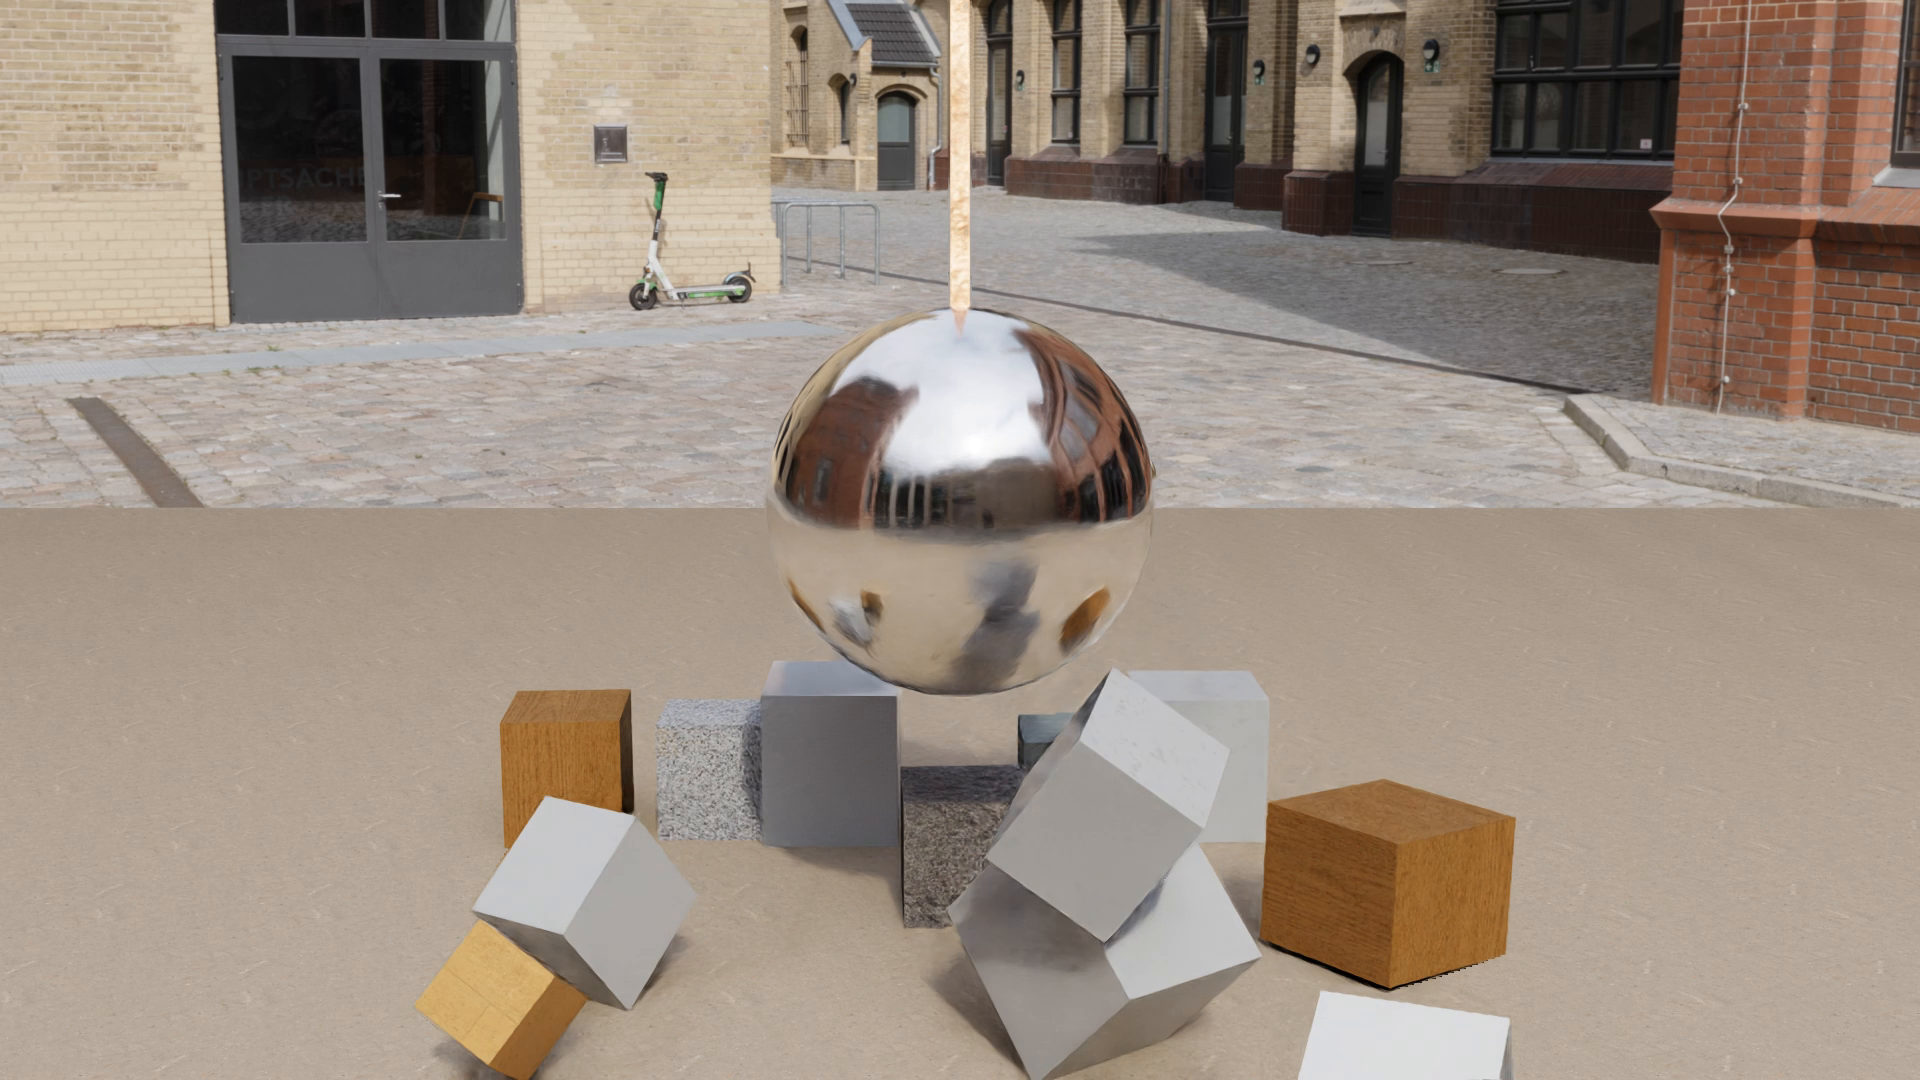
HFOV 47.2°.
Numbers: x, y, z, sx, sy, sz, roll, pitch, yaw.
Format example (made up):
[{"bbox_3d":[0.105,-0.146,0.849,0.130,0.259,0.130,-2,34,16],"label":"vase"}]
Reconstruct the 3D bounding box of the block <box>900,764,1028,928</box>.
[{"bbox_3d":[0.031,1.411,10.189,0.597,0.579,0.614,-1,10,-3],"label":"block"}]

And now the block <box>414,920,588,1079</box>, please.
[{"bbox_3d":[-1.703,1.719,8.191,0.388,0.388,0.354,31,-14,23],"label":"block"}]

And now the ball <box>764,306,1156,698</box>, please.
[{"bbox_3d":[0.000,-0.157,9.033,1.600,1.600,1.600,0,10,0],"label":"ball"}]

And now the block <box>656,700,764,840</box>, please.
[{"bbox_3d":[-1.266,1.182,11.376,0.534,0.603,0.525,0,10,0],"label":"block"}]

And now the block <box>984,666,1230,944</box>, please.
[{"bbox_3d":[0.527,0.930,7.774,0.517,0.606,0.568,36,28,-1],"label":"block"}]

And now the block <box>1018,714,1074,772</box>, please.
[{"bbox_3d":[0.598,1.223,11.370,0.571,0.525,0.557,0,10,-1],"label":"block"}]

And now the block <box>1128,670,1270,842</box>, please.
[{"bbox_3d":[1.217,1.112,11.374,0.647,0.742,0.613,0,10,-2],"label":"block"}]

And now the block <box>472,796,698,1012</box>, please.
[{"bbox_3d":[-1.539,1.496,9.075,0.505,0.576,0.575,7,52,33],"label":"block"}]

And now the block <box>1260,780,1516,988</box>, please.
[{"bbox_3d":[1.864,1.479,9.610,0.763,0.619,0.742,-5,11,-38],"label":"block"}]

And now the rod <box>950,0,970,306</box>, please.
[{"bbox_3d":[0.000,-3.505,9.625,0.080,5.200,0.080,0,-10,0],"label":"rod"}]

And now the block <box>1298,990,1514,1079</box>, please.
[{"bbox_3d":[1.364,1.884,6.789,0.585,0.613,0.653,4,43,22],"label":"block"}]

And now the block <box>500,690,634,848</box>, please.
[{"bbox_3d":[-2.014,1.168,11.333,0.591,0.647,0.658,-1,10,-3],"label":"block"}]

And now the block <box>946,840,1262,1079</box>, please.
[{"bbox_3d":[0.538,1.499,8.397,0.677,0.762,0.716,-8,-31,-38],"label":"block"}]

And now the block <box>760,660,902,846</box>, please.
[{"bbox_3d":[-0.651,1.093,11.369,0.677,0.783,0.741,0,10,0],"label":"block"}]

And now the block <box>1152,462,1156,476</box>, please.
[{"bbox_3d":[0.681,-0.294,9.868,0.245,0.307,0.269,45,-2,13],"label":"block"}]
